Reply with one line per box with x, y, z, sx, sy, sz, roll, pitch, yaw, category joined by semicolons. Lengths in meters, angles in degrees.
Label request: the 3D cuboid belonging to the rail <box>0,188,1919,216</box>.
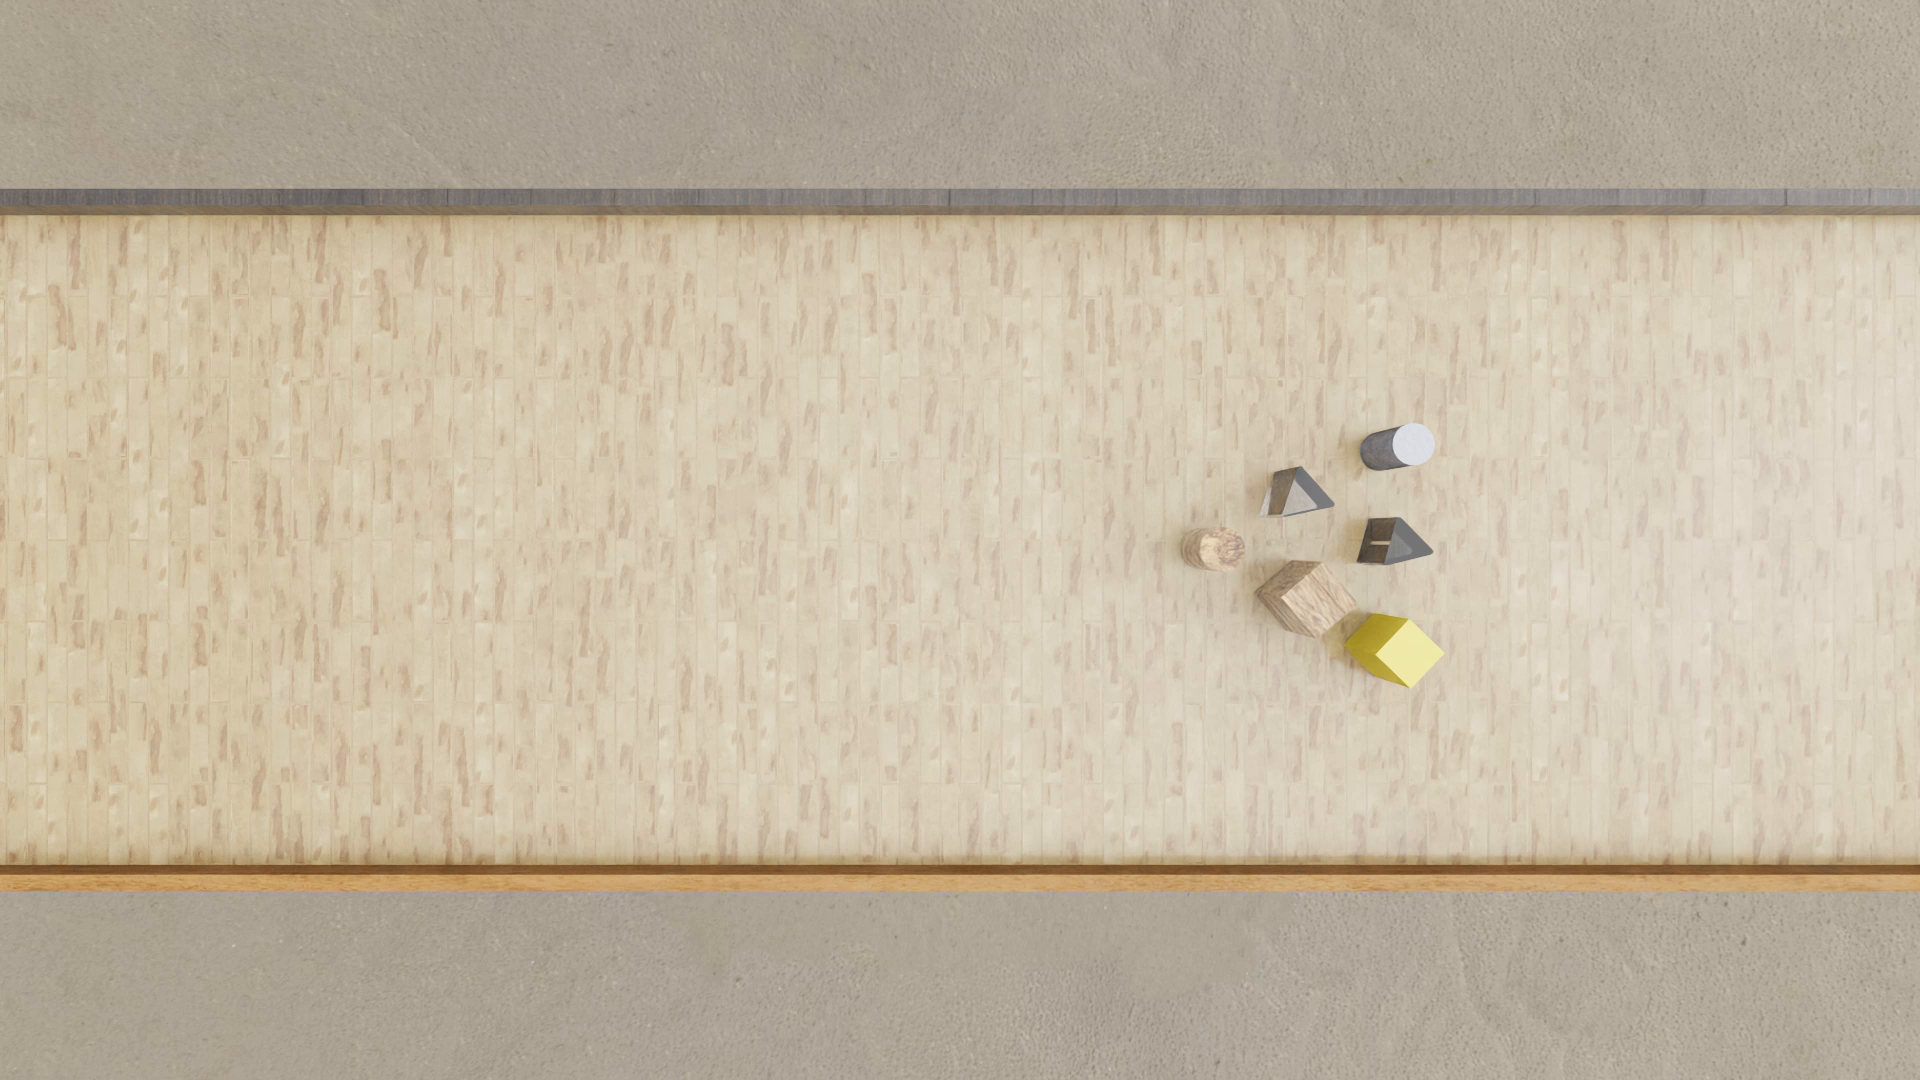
-2.247;-1.025;5.002;12.000;0.150;0.050;0;90;0;rail

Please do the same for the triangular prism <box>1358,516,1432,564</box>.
1.277;-0.007;4.912;0.145;0.330;0.125;-14;90;0;triangular prism

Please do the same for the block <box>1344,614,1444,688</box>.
1.276;0.323;4.876;0.139;0.401;0.139;44;90;0;block

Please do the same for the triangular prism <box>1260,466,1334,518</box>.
0.984;-0.148;4.895;0.151;0.363;0.131;-12;90;0;triangular prism

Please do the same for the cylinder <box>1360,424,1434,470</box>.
1.291;-0.272;4.884;0.120;0.384;0.120;0;90;0;cylinder

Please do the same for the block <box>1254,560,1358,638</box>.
1.012;0.170;4.857;0.154;0.440;0.154;-40;90;0;block

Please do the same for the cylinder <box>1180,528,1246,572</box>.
0.741;0.027;4.865;0.127;0.423;0.127;0;90;0;cylinder

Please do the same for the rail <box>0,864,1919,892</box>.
-2.247;1.025;5.001;12.000;0.150;0.050;0;90;0;rail
